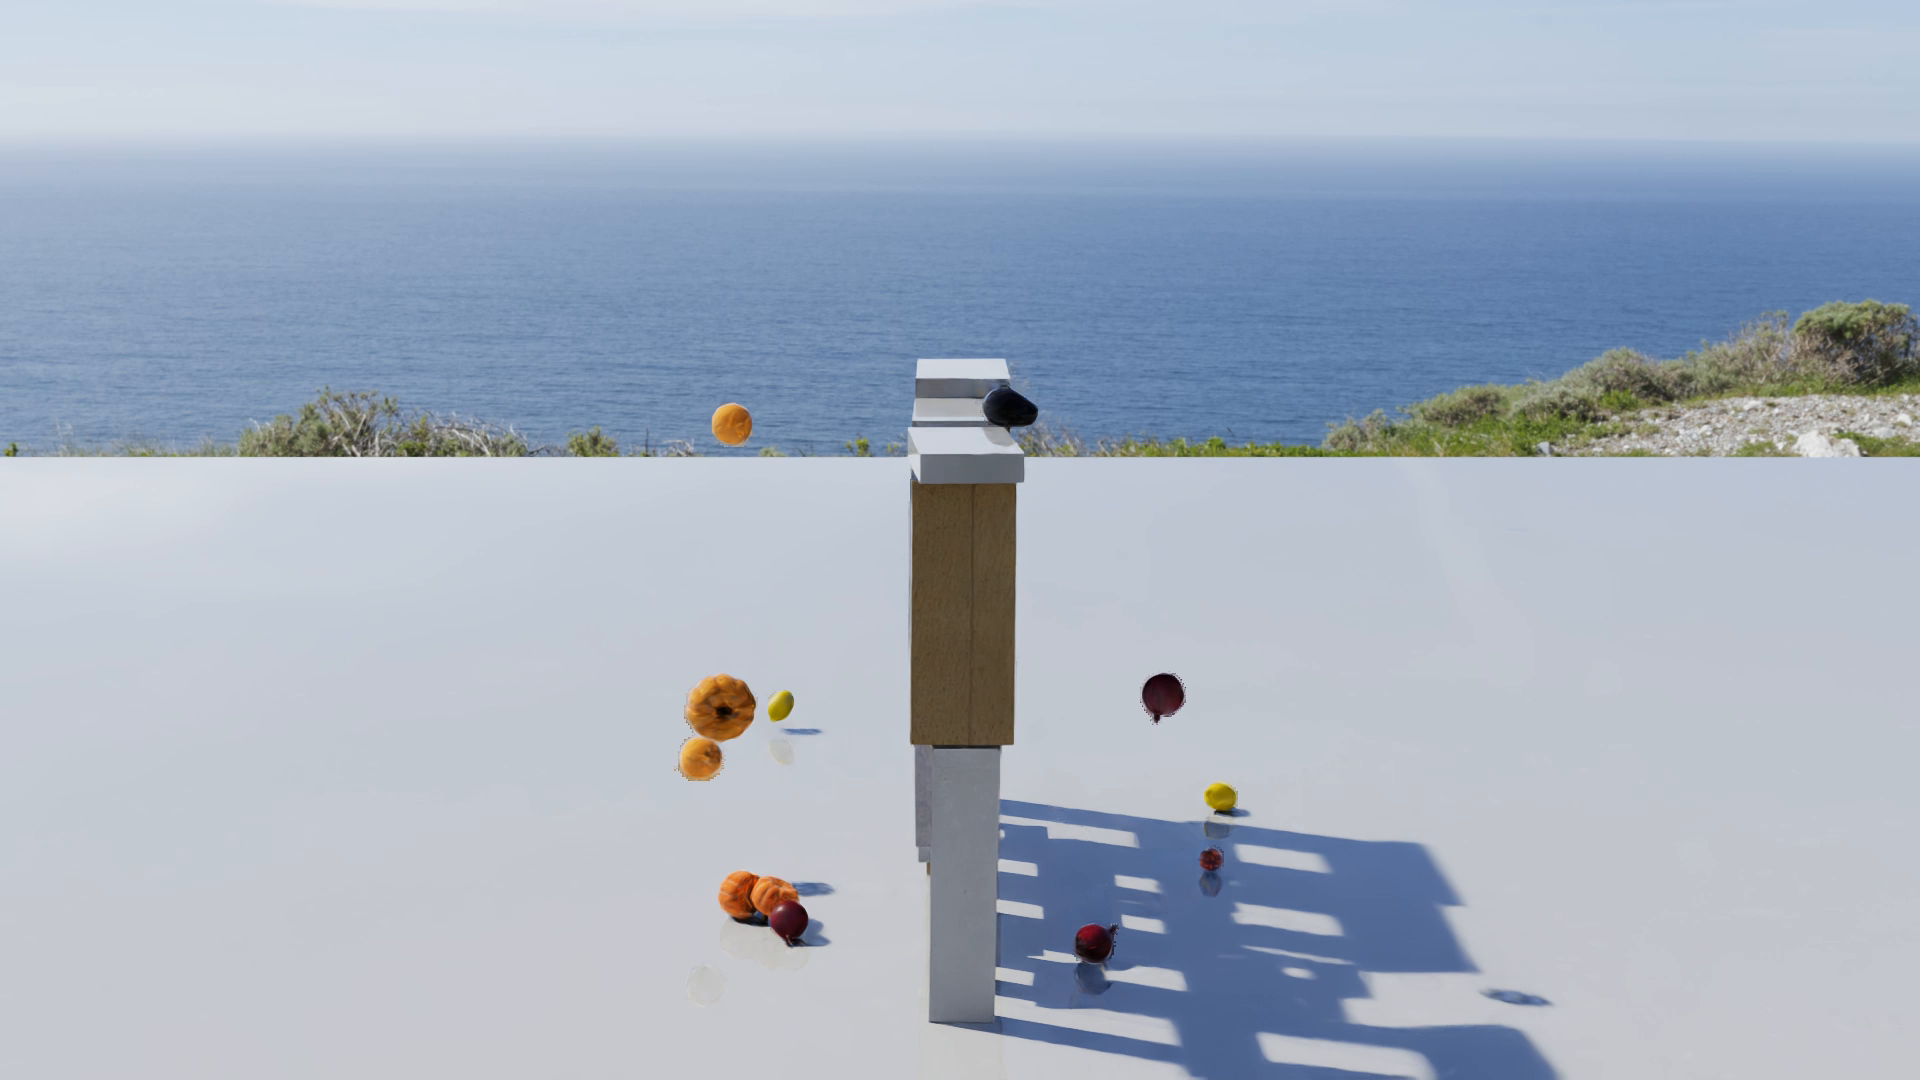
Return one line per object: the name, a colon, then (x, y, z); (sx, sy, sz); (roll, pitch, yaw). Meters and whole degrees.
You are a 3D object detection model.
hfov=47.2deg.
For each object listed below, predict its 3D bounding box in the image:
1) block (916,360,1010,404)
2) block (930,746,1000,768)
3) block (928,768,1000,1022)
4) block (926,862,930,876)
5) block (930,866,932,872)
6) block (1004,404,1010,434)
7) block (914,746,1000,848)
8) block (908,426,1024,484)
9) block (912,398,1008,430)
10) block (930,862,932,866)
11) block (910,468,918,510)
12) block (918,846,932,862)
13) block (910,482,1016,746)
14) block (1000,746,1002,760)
block: (0.004, -0.285, 3.941); (0.162, 0.046, 0.324); (0, 11, 0)
block: (0.006, 0.285, 3.138); (0.094, 0.027, 0.187); (1, 11, -2)
block: (0.005, 0.497, 3.116); (0.094, 0.382, 0.027); (1, 11, 0)
block: (-0.004, 0.466, 3.756); (0.106, 0.212, 0.030); (0, 11, 0)
block: (0.003, 0.509, 3.552); (0.101, 0.202, 0.029); (0, 10, 0)
block: (0.006, -0.083, 3.869); (0.162, 0.324, 0.046); (0, 11, -1)
block: (-0.004, 0.332, 3.291); (0.127, 0.254, 0.036); (0, 11, 0)
block: (0.005, -0.123, 3.143); (0.144, 0.041, 0.288); (-1, 10, -5)
block: (-0.002, -0.196, 3.637); (0.151, 0.043, 0.301); (0, 11, 0)
block: (0.000, 0.470, 3.312); (0.085, 0.024, 0.171); (0, 11, 0)
block: (0.001, 0.031, 3.225); (0.144, 0.288, 0.041); (1, 3, 3)
block: (-0.003, 0.341, 3.466); (0.127, 0.335, 0.036); (0, 10, -1)
block: (0.004, 0.101, 3.055); (0.144, 0.364, 0.041); (0, 2, -3)
block: (0.004, 0.252, 3.937); (0.140, 0.280, 0.040); (0, 11, 0)
